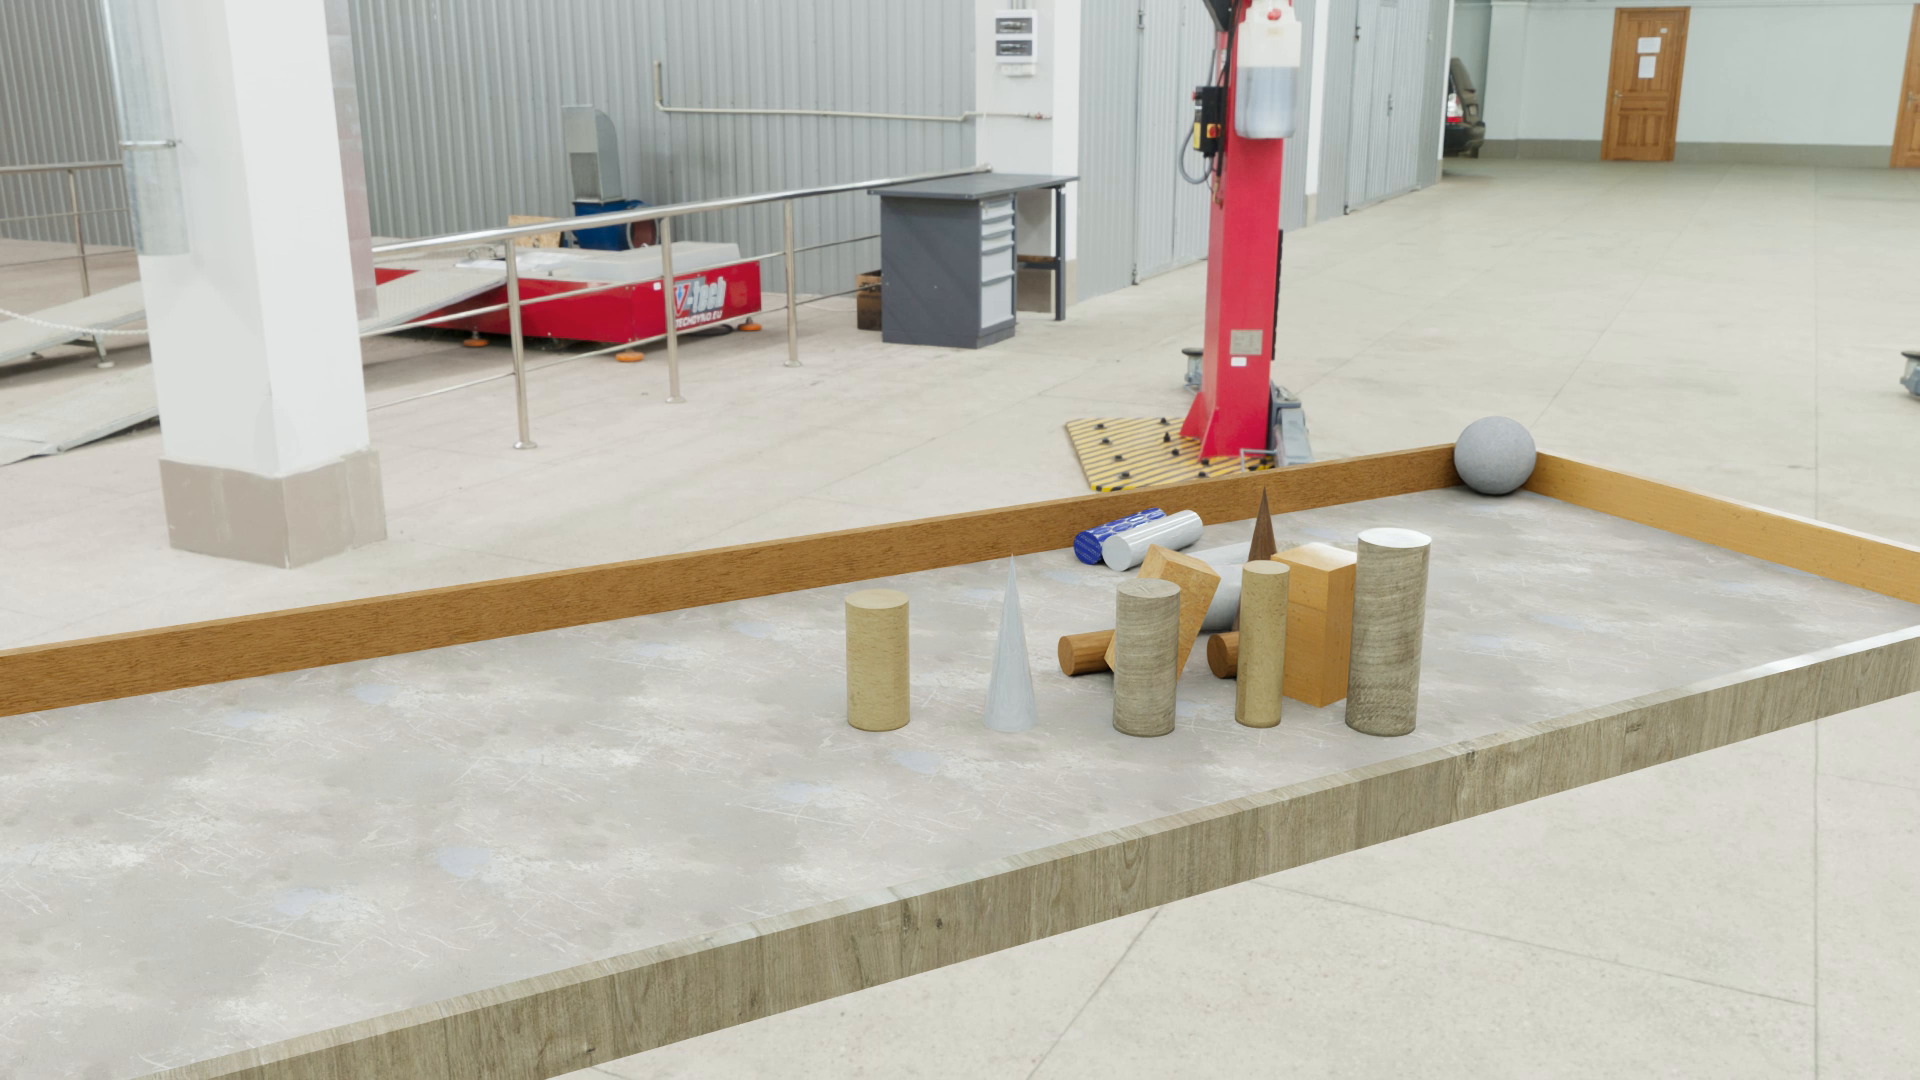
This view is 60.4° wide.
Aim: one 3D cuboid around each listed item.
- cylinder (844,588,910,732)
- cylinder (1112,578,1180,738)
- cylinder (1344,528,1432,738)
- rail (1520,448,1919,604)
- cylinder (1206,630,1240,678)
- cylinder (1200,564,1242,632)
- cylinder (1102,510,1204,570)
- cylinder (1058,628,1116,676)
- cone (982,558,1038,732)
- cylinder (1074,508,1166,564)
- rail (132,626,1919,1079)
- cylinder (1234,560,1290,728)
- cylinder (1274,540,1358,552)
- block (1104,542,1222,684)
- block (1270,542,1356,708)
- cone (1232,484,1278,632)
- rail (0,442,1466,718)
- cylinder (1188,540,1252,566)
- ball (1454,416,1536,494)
[{"bbox_3d":[-0.192,0.281,3.864,0.149,0.302,0.149,0,16,0],"label":"cylinder"},{"bbox_3d":[0.432,0.272,3.825,0.146,0.340,0.146,0,16,0],"label":"cylinder"},{"bbox_3d":[0.989,0.213,3.819,0.162,0.457,0.162,0,16,0],"label":"cylinder"},{"bbox_3d":[2.466,-0.048,5.253,0.050,0.150,2.100,-9,18,-27],"label":"rail"},{"bbox_3d":[0.818,0.274,4.224,0.361,0.112,0.112,-6,18,-21],"label":"cylinder"},{"bbox_3d":[0.783,0.154,4.513,0.414,0.179,0.179,-2,17,-8],"label":"cylinder"},{"bbox_3d":[0.606,-0.001,5.162,0.111,0.111,0.392,14,21,39],"label":"cylinder"},{"bbox_3d":[0.412,0.277,4.232,0.309,0.101,0.101,-6,18,-21],"label":"cylinder"},{"bbox_3d":[0.120,0.229,3.838,0.132,0.417,0.132,0,16,0],"label":"cone"},{"bbox_3d":[0.514,-0.015,5.219,0.105,0.105,0.372,14,21,39],"label":"cylinder"},{"bbox_3d":[-2.336,1.006,1.665,12.000,0.150,0.050,-9,18,-27],"label":"rail"},{"bbox_3d":[0.705,0.244,3.853,0.108,0.379,0.108,0,16,0],"label":"cylinder"},{"bbox_3d":[1.050,0.091,4.736,0.336,0.173,0.173,2,17,8],"label":"cylinder"},{"bbox_3d":[0.497,0.195,4.072,0.146,0.318,0.146,18,12,-14],"label":"block"},{"bbox_3d":[0.875,0.206,4.041,0.172,0.346,0.172,-14,21,-39],"label":"block"},{"bbox_3d":[0.792,0.069,4.316,0.173,0.449,0.173,-2,17,0],"label":"cone"},{"bbox_3d":[-3.305,0.497,3.399,12.000,0.150,0.050,-9,18,-27],"label":"rail"},{"bbox_3d":[0.765,0.084,4.847,0.380,0.126,0.126,-10,19,-32],"label":"cylinder"},{"bbox_3d":[1.908,-0.302,5.884,0.281,0.281,0.281,0,16,0],"label":"ball"}]
